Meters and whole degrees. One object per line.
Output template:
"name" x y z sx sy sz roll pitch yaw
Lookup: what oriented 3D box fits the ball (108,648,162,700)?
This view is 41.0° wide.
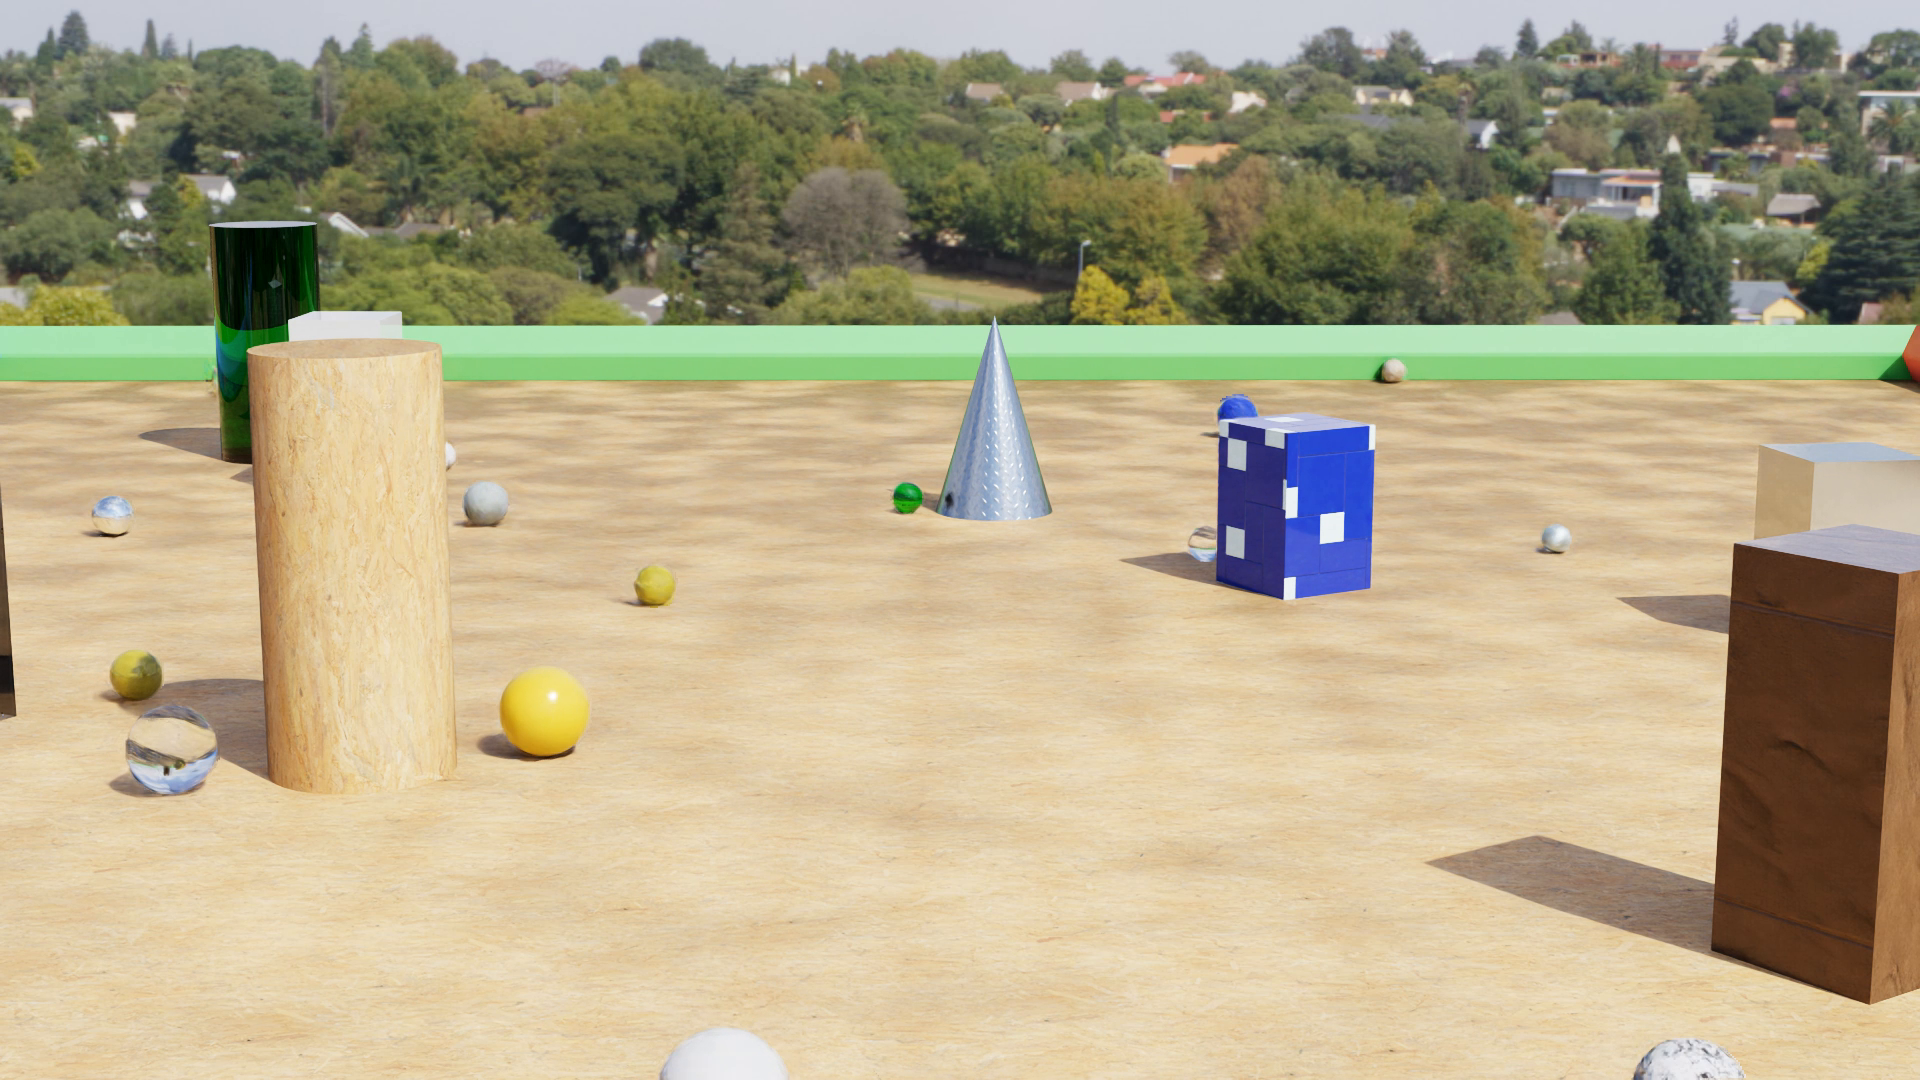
"ball" -0.955 0.156 2.971 0.060 0.060 0.060 0 11 0

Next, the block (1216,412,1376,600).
"block" 0.471 -0.050 3.608 0.154 0.231 0.154 -6 12 -31

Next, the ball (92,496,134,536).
"ball" -1.322 -0.038 4.003 0.063 0.063 0.063 0 11 0

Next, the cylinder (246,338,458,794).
"cylinder" -0.624 0.022 2.643 0.193 0.441 0.193 0 11 0

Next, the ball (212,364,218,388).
"ball" -1.604 -0.364 5.671 0.095 0.095 0.095 0 11 0

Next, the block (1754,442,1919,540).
"block" 1.128 0.004 3.297 0.154 0.238 0.154 -2 11 -8

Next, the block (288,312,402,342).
"block" -1.047 -0.234 4.401 0.154 0.302 0.154 0 11 1

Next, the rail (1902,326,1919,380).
"rail" 2.216 0.030 3.462 0.045 0.125 5.115 0 11 0

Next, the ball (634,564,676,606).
"ball" -0.414 0.062 3.482 0.057 0.057 0.057 0 11 0

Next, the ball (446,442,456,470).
"ball" -0.939 -0.152 4.646 0.052 0.052 0.052 0 11 0

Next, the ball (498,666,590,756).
"ball" -0.442 0.182 2.730 0.096 0.096 0.096 0 11 0

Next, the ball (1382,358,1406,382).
"ball" 1.000 -0.391 5.919 0.056 0.056 0.056 0 11 0

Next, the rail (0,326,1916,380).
"rail" -0.015 -0.431 5.940 4.480 0.125 0.045 0 11 0

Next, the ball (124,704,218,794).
"ball" -0.796 0.211 2.590 0.090 0.090 0.090 0 11 0

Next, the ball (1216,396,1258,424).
"ball" 0.546 -0.242 5.050 0.082 0.082 0.082 0 11 0

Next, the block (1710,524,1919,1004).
"block" 0.732 0.175 2.084 0.154 0.345 0.154 -7 13 -34

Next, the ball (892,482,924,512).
"ball" -0.086 -0.070 4.208 0.050 0.050 0.050 0 11 0

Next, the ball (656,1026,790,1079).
"ball" -0.158 0.372 1.714 0.093 0.093 0.093 0 11 0

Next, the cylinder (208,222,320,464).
"cylinder" -1.285 -0.369 4.770 0.193 0.433 0.193 0 11 0

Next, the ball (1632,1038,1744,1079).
"ball" 0.494 0.376 1.740 0.076 0.076 0.076 0 11 0

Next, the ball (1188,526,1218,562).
"ball" 0.364 0.006 3.792 0.054 0.054 0.054 0 11 0

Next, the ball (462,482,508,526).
"ball" -0.755 -0.058 4.086 0.072 0.072 0.072 0 11 0

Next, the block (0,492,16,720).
"block" -1.170 0.073 2.842 0.154 0.269 0.154 5 12 27

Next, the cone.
"cone" 0.056 -0.207 4.201 0.193 0.323 0.193 0 11 0

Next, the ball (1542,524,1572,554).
"ball" 0.898 -0.002 3.862 0.043 0.043 0.043 0 11 0
